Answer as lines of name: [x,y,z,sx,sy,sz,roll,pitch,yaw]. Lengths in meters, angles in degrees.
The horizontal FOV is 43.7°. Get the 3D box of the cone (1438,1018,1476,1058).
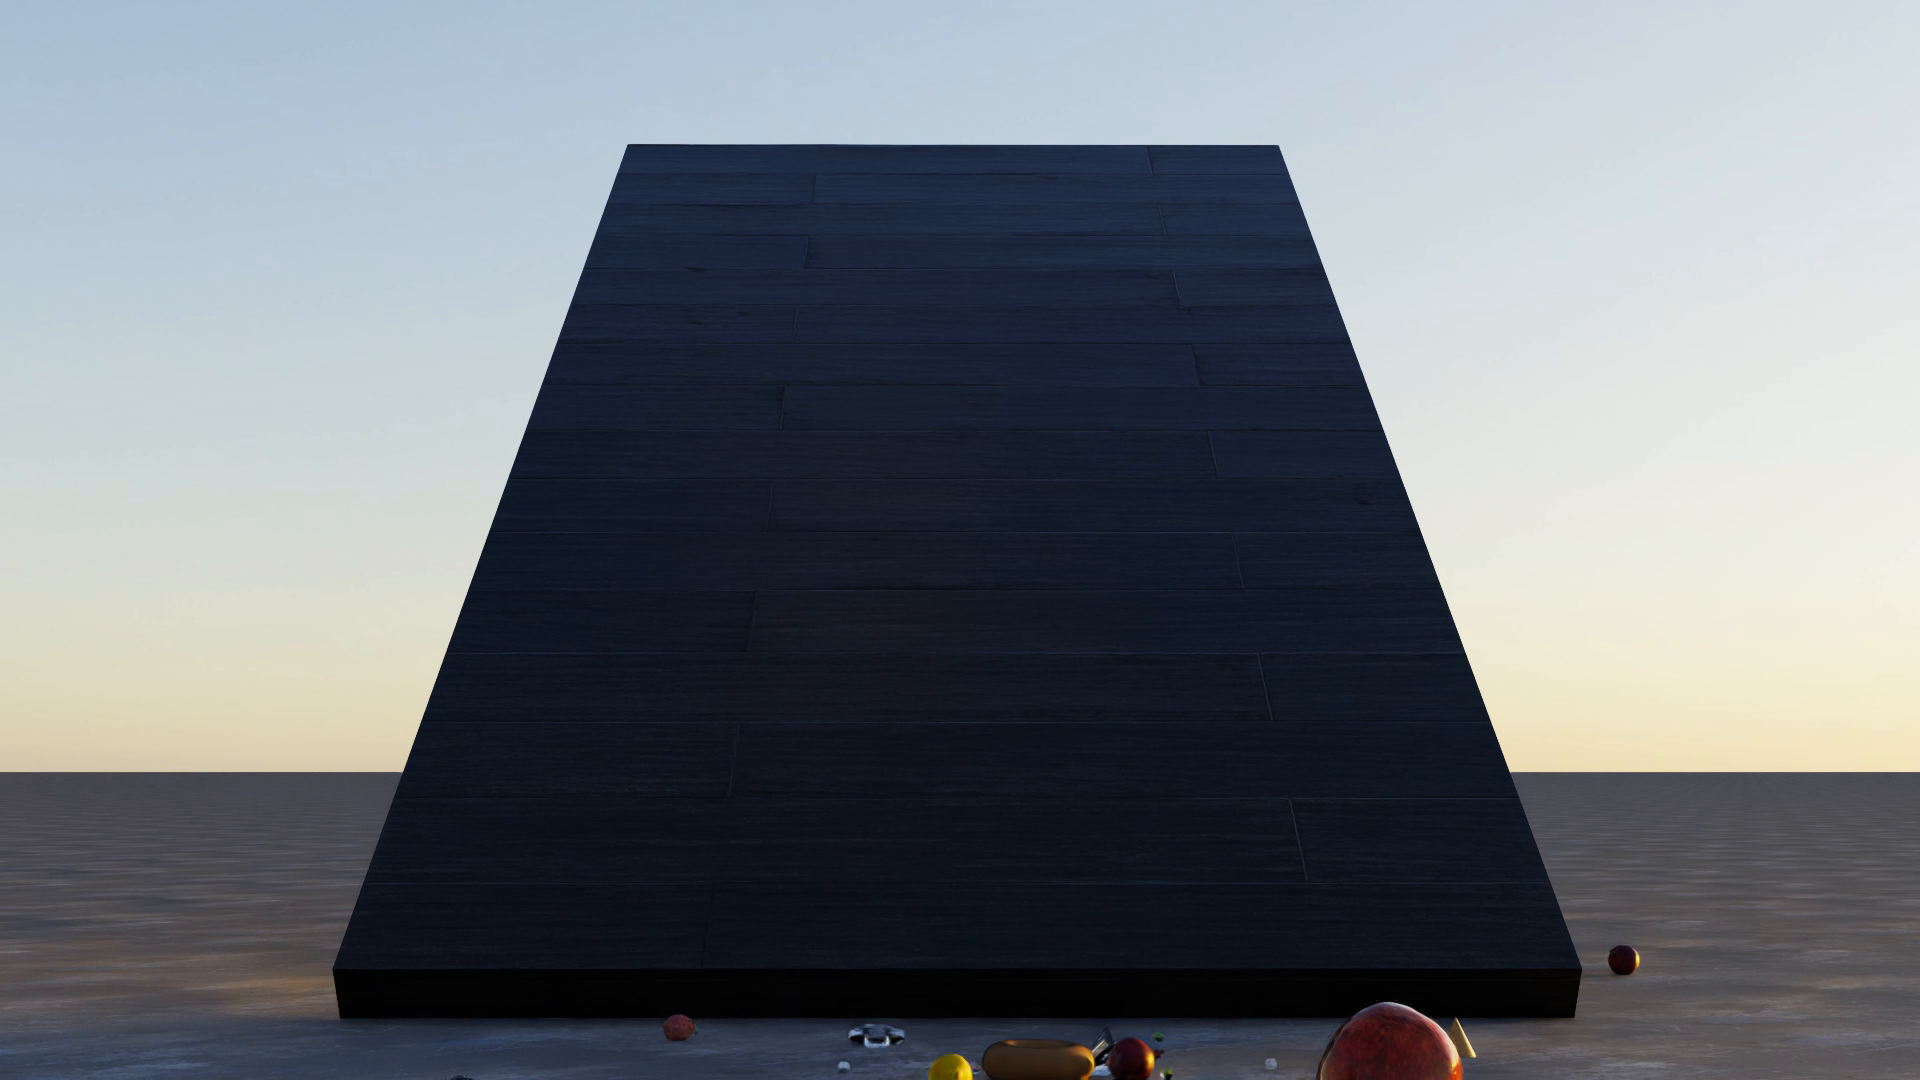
cone: [0.700,0.700,3.372,0.054,0.054,0.054,0,-5,0]

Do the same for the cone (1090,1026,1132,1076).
cone: [0.178,0.690,3.153,0.072,0.072,0.072,-27,-5,-2]

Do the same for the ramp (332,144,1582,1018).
ramp: [-0.012,-0.221,5.611,2.000,0.100,4.000,0,28,0]

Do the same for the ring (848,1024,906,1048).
ring: [-0.121,0.725,3.496,0.083,0.028,0.083,0,-7,0]

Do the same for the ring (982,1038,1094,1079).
ring: [0.101,0.677,3.099,0.146,0.049,0.146,1,-5,0]
